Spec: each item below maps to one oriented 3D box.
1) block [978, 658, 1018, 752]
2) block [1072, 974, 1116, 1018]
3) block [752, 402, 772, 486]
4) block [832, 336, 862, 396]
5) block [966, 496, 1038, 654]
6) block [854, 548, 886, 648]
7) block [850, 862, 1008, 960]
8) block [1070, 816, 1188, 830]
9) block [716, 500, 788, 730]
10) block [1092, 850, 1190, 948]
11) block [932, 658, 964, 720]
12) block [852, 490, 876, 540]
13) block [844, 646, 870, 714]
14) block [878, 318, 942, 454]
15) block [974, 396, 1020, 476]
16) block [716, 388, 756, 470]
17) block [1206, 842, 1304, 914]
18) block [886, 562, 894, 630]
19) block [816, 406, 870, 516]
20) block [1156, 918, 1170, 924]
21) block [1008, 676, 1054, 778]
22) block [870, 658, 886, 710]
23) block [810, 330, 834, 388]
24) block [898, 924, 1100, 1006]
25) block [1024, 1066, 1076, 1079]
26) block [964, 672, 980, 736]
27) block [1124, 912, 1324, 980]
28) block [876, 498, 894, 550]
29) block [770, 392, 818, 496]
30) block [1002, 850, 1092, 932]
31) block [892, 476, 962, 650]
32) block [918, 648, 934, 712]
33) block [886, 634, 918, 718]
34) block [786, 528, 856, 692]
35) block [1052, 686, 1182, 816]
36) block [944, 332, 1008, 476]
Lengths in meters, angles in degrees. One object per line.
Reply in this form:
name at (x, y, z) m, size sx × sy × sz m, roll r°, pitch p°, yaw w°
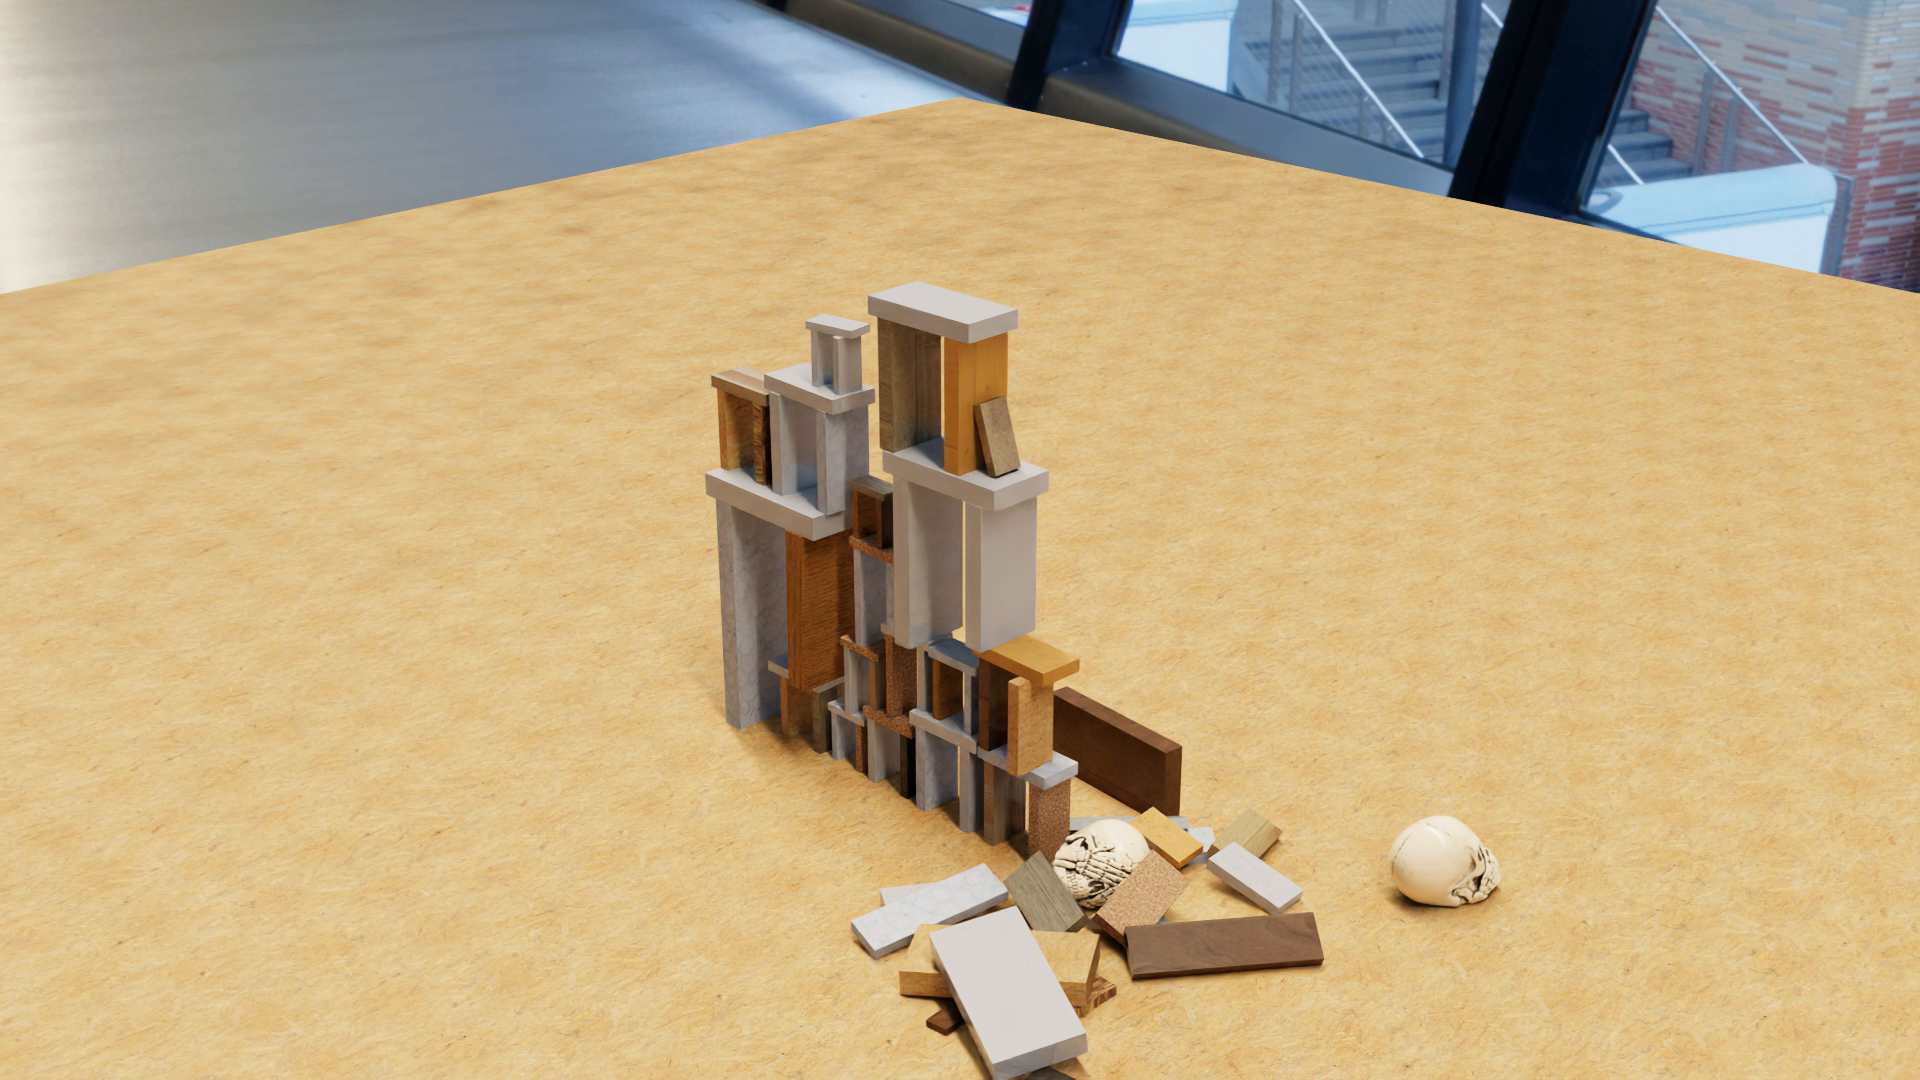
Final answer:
block at (0.081, 0.304, 4.262) m, size 0.097 × 0.194 × 0.027 m, roll -20°, pitch 30°, yaw -39°
block at (0.200, 0.801, 3.846) m, size 0.142 × 0.020 × 0.071 m, roll -21°, pitch 31°, yaw -40°
block at (-0.382, -0.209, 4.545) m, size 0.089 × 0.177 × 0.025 m, roll -20°, pitch 30°, yaw -39°
block at (-0.220, -0.346, 4.309) m, size 0.058 × 0.116 × 0.016 m, roll -19°, pitch 29°, yaw -37°
block at (0.078, 0.052, 4.160) m, size 0.148 × 0.296 × 0.042 m, roll -21°, pitch 30°, yaw -40°
block at (-0.181, 0.108, 4.470) m, size 0.020 × 0.214 × 0.071 m, roll 21°, pitch 31°, yaw 41°
block at (-0.055, 0.683, 4.061) m, size 0.292 × 0.024 × 0.084 m, roll -19°, pitch 43°, yaw -27°
block at (0.318, 0.562, 4.368) m, size 0.264 × 0.019 × 0.068 m, roll -1°, pitch -2°, yaw 1°
block at (-0.433, 0.139, 4.755) m, size 0.175 × 0.529 × 0.050 m, roll -21°, pitch 31°, yaw -41°
block at (0.334, 0.661, 4.033) m, size 0.093 × 0.026 × 0.186 m, roll 39°, pitch 52°, yaw 11°
block at (-0.024, 0.287, 4.368) m, size 0.066 × 0.132 × 0.019 m, roll -21°, pitch 31°, yaw -41°
block at (-0.190, -0.058, 4.401) m, size 0.052 × 0.104 × 0.015 m, roll -21°, pitch 31°, yaw -40°
block at (-0.213, 0.283, 4.569) m, size 0.016 × 0.153 × 0.058 m, roll 21°, pitch 31°, yaw 41°
block at (-0.095, -0.309, 4.190) m, size 0.037 × 0.262 × 0.131 m, roll 21°, pitch 31°, yaw 40°
block at (0.069, -0.192, 4.075) m, size 0.068 × 0.137 × 0.019 m, roll -22°, pitch 14°, yaw -41°
block at (-0.464, -0.242, 4.624) m, size 0.089 × 0.177 × 0.025 m, roll -21°, pitch 30°, yaw -40°
block at (0.558, 0.642, 4.166) m, size 0.167 × 0.024 × 0.084 m, roll 33°, pitch 37°, yaw 30°
block at (-0.114, 0.101, 4.393) m, size 0.020 × 0.142 × 0.071 m, roll 21°, pitch 31°, yaw 40°
block at (-0.234, -0.168, 4.395) m, size 0.109 × 0.218 × 0.031 m, roll -19°, pitch 30°, yaw -37°
block at (0.365, 0.723, 4.031) m, size 0.142 × 0.020 × 0.071 m, roll 21°, pitch 31°, yaw 40°
block at (0.134, 0.344, 4.168) m, size 0.027 × 0.194 × 0.097 m, roll 21°, pitch 31°, yaw 41°
block at (-0.158, 0.287, 4.511) m, size 0.016 × 0.116 × 0.058 m, roll 21°, pitch 31°, yaw 41°
block at (-0.270, -0.367, 4.359) m, size 0.016 × 0.116 × 0.058 m, roll 15°, pitch 27°, yaw 31°
block at (0.072, 0.751, 3.897) m, size 0.330 × 0.047 × 0.165 m, roll 1°, pitch 20°, yaw 12°
block at (0.116, 0.923, 3.550) m, size 0.099 × 0.028 × 0.197 m, roll 17°, pitch 28°, yaw 34°
block at (0.038, 0.311, 4.310) m, size 0.066 × 0.132 × 0.019 m, roll -21°, pitch 31°, yaw -41°
block at (0.473, 0.729, 3.952) m, size 0.349 × 0.026 × 0.093 m, roll -3°, pitch 54°, yaw -7°
block at (-0.141, -0.039, 4.355) m, size 0.052 × 0.104 × 0.015 m, roll -21°, pitch 31°, yaw -40°
block at (-0.334, -0.208, 4.492) m, size 0.109 × 0.218 × 0.031 m, roll -20°, pitch 30°, yaw -39°
block at (0.158, 0.665, 4.048) m, size 0.092 × 0.026 × 0.184 m, roll -41°, pitch 42°, yaw 3°
block at (-0.062, 0.025, 4.300) m, size 0.042 × 0.356 × 0.148 m, roll 21°, pitch 31°, yaw 40°
block at (-0.054, 0.269, 4.404) m, size 0.019 × 0.137 × 0.068 m, roll 21°, pitch 31°, yaw 40°
block at (-0.119, 0.266, 4.473) m, size 0.019 × 0.185 × 0.068 m, roll 21°, pitch 31°, yaw 40°
block at (-0.275, 0.125, 4.561) m, size 0.175 × 0.350 × 0.050 m, roll -20°, pitch 31°, yaw -39°
block at (0.315, 0.440, 4.513) m, size 0.047 × 0.165 × 0.343 m, roll -18°, pitch 29°, yaw -36°
block at (0.030, -0.262, 4.077) m, size 0.037 × 0.262 × 0.131 m, roll 21°, pitch 31°, yaw 40°
